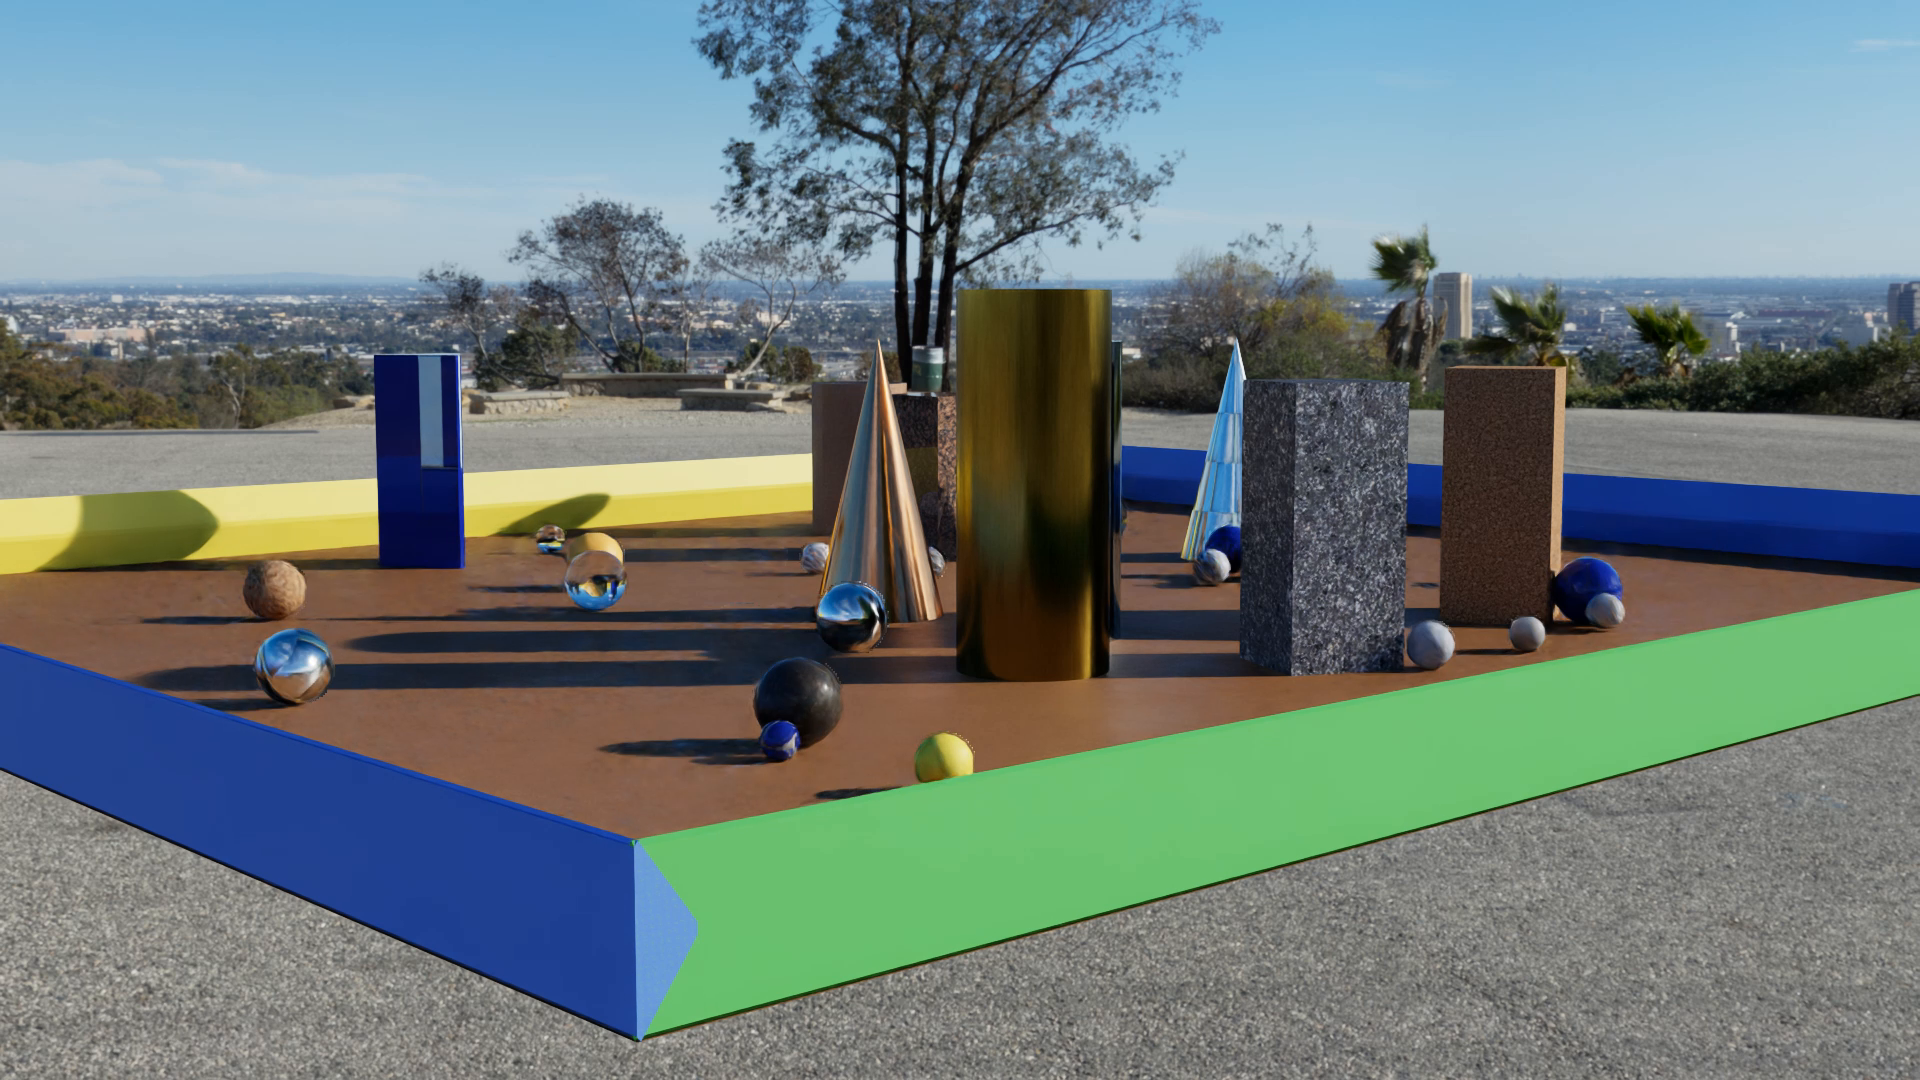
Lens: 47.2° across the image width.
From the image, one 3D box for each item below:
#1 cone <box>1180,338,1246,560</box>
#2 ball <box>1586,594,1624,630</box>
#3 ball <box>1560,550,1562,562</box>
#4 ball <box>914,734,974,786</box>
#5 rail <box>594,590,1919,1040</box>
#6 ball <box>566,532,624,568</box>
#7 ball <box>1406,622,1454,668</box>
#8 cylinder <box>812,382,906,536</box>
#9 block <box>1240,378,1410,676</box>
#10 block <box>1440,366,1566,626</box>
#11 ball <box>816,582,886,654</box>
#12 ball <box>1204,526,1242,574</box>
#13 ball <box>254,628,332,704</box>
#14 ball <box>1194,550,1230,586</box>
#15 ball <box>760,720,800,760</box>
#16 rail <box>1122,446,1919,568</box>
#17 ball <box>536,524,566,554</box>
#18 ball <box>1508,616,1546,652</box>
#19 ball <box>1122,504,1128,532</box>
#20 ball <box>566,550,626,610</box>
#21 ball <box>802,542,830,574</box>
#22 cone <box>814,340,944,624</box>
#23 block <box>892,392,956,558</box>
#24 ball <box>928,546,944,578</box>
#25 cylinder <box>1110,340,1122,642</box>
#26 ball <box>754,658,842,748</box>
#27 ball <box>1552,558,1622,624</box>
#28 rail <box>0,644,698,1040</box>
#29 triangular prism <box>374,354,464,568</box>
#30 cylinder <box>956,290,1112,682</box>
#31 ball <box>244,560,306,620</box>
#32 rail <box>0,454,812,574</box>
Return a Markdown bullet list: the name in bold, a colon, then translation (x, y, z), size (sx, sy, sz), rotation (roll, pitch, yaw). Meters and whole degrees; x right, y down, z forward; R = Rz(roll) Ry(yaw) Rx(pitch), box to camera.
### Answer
- **cone**: translation (0.490, -0.165, 3.916), size (0.189, 0.393, 0.189), rotation (0, 6, 0)
- **ball**: translation (0.891, 0.099, 3.035), size (0.050, 0.050, 0.050), rotation (0, 6, 0)
- **ball**: translation (0.922, 0.027, 3.542), size (0.091, 0.091, 0.091), rotation (0, 6, 0)
- **ball**: translation (-0.015, 0.206, 2.020), size (0.055, 0.055, 0.055), rotation (0, 6, 0)
- **rail**: translation (0.897, 0.134, 2.365), size (3.019, 0.123, 0.045), rotation (-6, 8, -42)
- **ball**: translation (-0.580, 0.032, 3.493), size (0.091, 0.091, 0.091), rotation (0, 6, 0)
- **ball**: translation (0.581, 0.130, 2.719), size (0.059, 0.059, 0.059), rotation (0, 6, 0)
- **cylinder**: translation (-0.200, -0.164, 4.374), size (0.189, 0.296, 0.189), rotation (0, 6, 0)
- **block**: translation (0.452, -0.021, 2.742), size (0.152, 0.354, 0.152), rotation (-2, 6, -17)
- **block**: translation (0.781, -0.068, 3.160), size (0.152, 0.360, 0.152), rotation (2, 6, 20)
- **ball**: translation (-0.141, 0.101, 2.841), size (0.091, 0.091, 0.091), rotation (0, 6, 0)
- **ball**: translation (0.448, 0.016, 3.655), size (0.081, 0.081, 0.081), rotation (0, 6, 0)
- **ball**: translation (-0.751, 0.142, 2.476), size (0.085, 0.085, 0.085), rotation (0, 6, 0)
- **ball**: translation (0.405, 0.044, 3.536), size (0.059, 0.059, 0.059), rotation (0, 6, 0)
- **ball**: translation (-0.178, 0.197, 2.170), size (0.040, 0.040, 0.040), rotation (0, 6, 0)
- **rail**: translation (1.092, -0.074, 4.334), size (0.045, 0.123, 2.693), rotation (-6, 8, -42)
- **ball**: translation (-0.744, -0.002, 3.996), size (0.053, 0.053, 0.053), rotation (0, 6, 0)
- **ball**: translation (0.736, 0.122, 2.854), size (0.046, 0.046, 0.046), rotation (0, 6, 0)
- **ball**: translation (0.277, -0.040, 4.200), size (0.087, 0.087, 0.087), rotation (0, 6, 0)
- **ball**: translation (-0.537, 0.059, 3.243), size (0.090, 0.090, 0.090), rotation (0, 6, 0)
- **ball**: translation (-0.238, 0.031, 3.680), size (0.055, 0.055, 0.055), rotation (0, 6, 0)
- **cone**: translation (-0.118, -0.092, 3.181), size (0.189, 0.404, 0.189), rotation (0, 6, 0)
- **block**: translation (-0.034, -0.120, 3.991), size (0.152, 0.289, 0.152), rotation (-5, 8, -42)
- **ball**: translation (-0.053, 0.038, 3.618), size (0.053, 0.053, 0.053), rotation (0, 6, 0)
- **cylinder**: translation (0.123, -0.068, 2.972), size (0.189, 0.400, 0.189), rotation (0, 6, 0)
- **ball**: translation (-0.164, 0.165, 2.236), size (0.091, 0.091, 0.091), rotation (0, 6, 0)
- **ball**: translation (0.886, 0.071, 3.103), size (0.095, 0.095, 0.095), rotation (0, 6, 0)
- **rail**: translation (-1.092, 0.138, 2.330), size (0.045, 0.123, 2.693), rotation (-6, 8, -42)
- **triangular prism**: translation (-0.908, -0.142, 3.836), size (0.164, 0.365, 0.142), rotation (2, 6, 17)
- **cylinder**: translation (0.090, -0.072, 2.695), size (0.189, 0.466, 0.189), rotation (0, 6, 0)
- **ball**: translation (-0.981, 0.071, 3.148), size (0.086, 0.086, 0.086), rotation (0, 6, 0)
- **rail**: translation (-0.897, -0.070, 4.299), size (3.019, 0.123, 0.045), rotation (-6, 8, -42)
